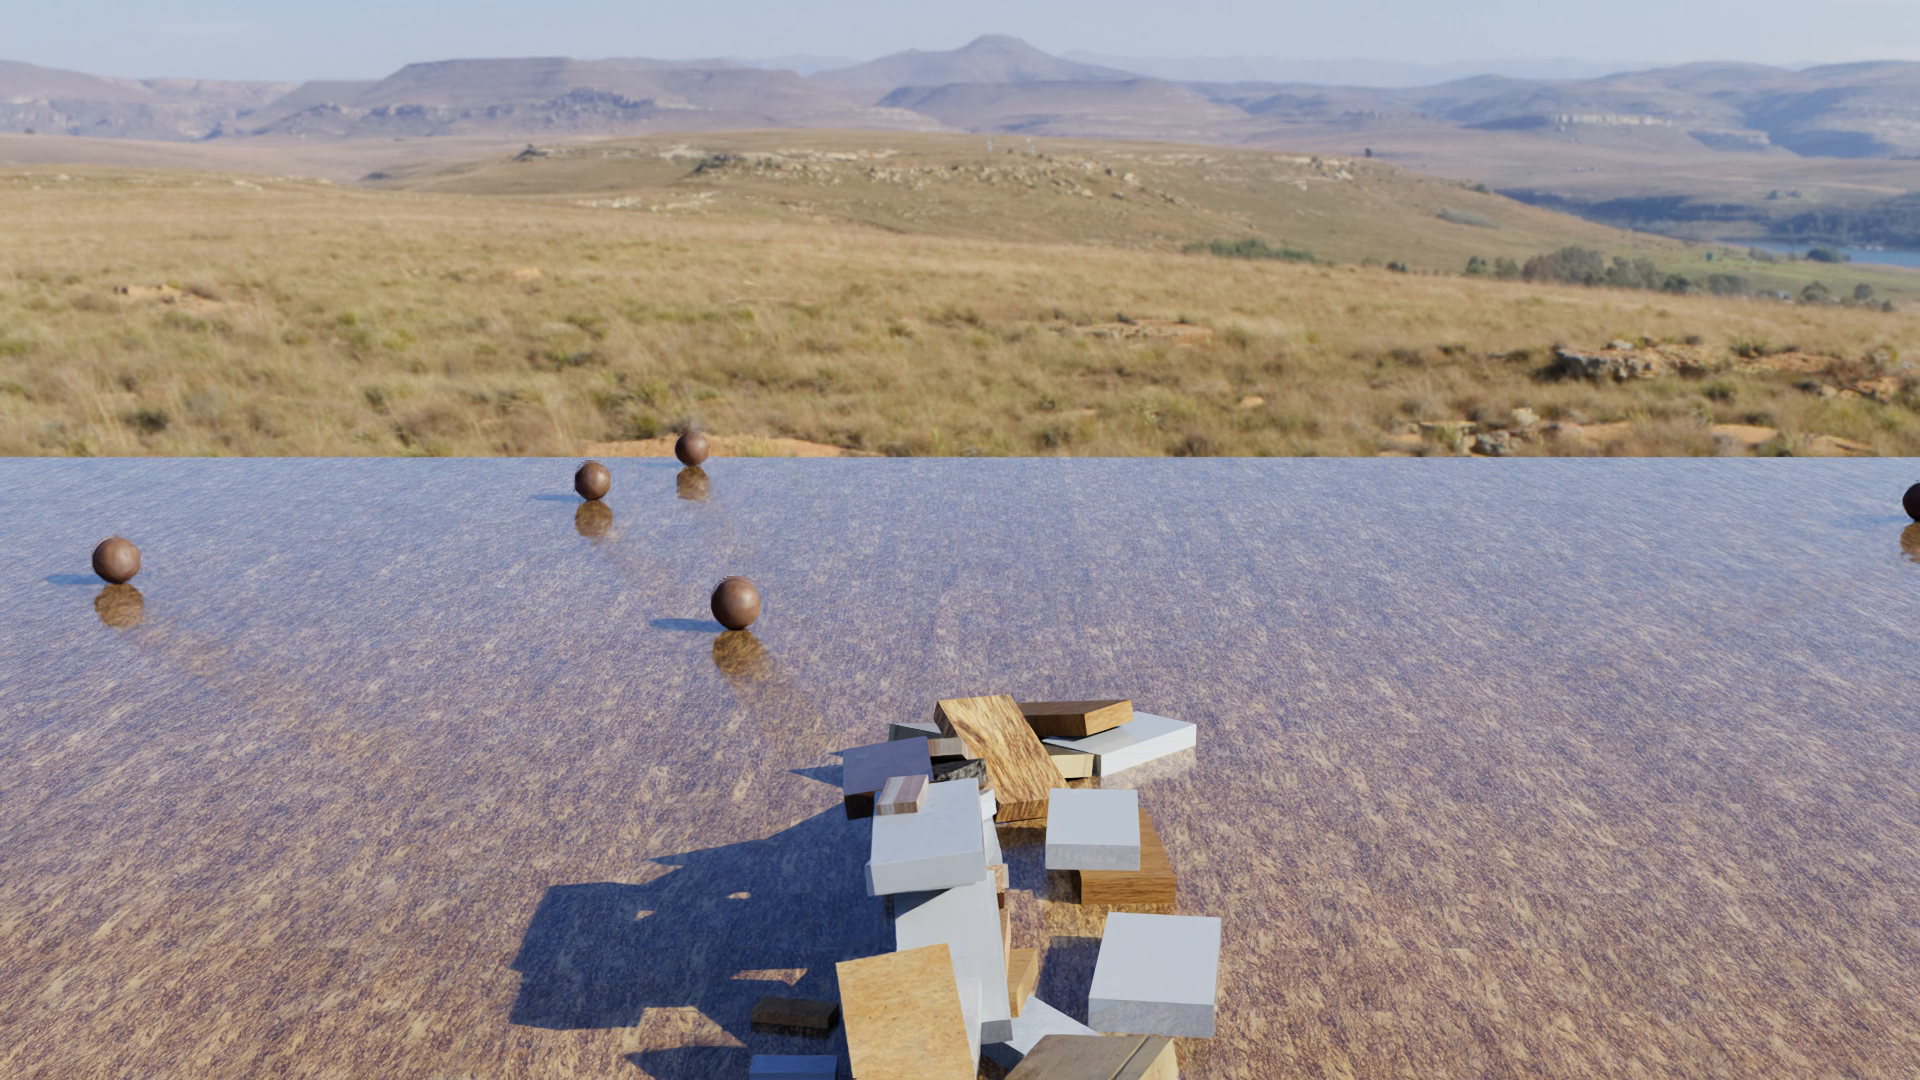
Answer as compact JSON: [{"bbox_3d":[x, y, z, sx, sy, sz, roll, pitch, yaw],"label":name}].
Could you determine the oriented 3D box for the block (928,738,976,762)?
[{"bbox_3d":[-0.031,0.372,3.721,0.100,0.028,0.200,-5,-18,7],"label":"block"}]

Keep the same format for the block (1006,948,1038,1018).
[{"bbox_3d":[0.034,0.629,3.118,0.125,0.035,0.250,-5,2,8],"label":"block"}]

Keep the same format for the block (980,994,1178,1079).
[{"bbox_3d":[0.169,0.709,2.933,0.125,0.035,0.580,-7,12,-32],"label":"block"}]

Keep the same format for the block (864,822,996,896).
[{"bbox_3d":[-0.038,0.458,3.180,0.150,0.042,0.333,-7,0,6],"label":"block"}]

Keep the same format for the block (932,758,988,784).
[{"bbox_3d":[-0.050,0.387,3.535,0.134,0.038,0.268,-7,-2,12],"label":"block"}]

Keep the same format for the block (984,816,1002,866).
[{"bbox_3d":[-0.007,0.481,3.464,0.130,0.037,0.260,-4,8,-2],"label":"block"}]

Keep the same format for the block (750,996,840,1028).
[{"bbox_3d":[-0.236,0.677,3.155,0.114,0.016,0.057,3,11,14],"label":"block"}]

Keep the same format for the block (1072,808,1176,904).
[{"bbox_3d":[0.268,0.543,3.802,0.155,0.044,0.378,0,11,-3],"label":"block"}]

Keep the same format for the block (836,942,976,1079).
[{"bbox_3d":[-0.065,0.647,2.790,0.150,0.042,0.300,-10,36,-4],"label":"block"}]

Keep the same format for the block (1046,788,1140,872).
[{"bbox_3d":[0.230,0.498,3.802,0.157,0.044,0.313,1,11,4],"label":"block"}]

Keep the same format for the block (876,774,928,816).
[{"bbox_3d":[-0.081,0.363,3.134,0.057,0.016,0.114,-6,13,9],"label":"block"}]

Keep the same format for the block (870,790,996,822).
[{"bbox_3d":[-0.037,0.418,3.343,0.134,0.038,0.269,-7,-2,11],"label":"block"}]

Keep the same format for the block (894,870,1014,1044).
[{"bbox_3d":[-0.012,0.575,3.020,0.144,0.041,0.289,-7,34,0],"label":"block"}]

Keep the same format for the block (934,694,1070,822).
[{"bbox_3d":[0.081,0.410,4.167,0.155,0.044,0.310,-3,35,-25],"label":"block"}]

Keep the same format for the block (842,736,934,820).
[{"bbox_3d":[-0.109,0.361,3.354,0.134,0.038,0.268,-9,10,-2],"label":"block"}]

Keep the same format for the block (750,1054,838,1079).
[{"bbox_3d":[-0.224,0.713,2.961,0.114,0.016,0.057,0,11,1],"label":"block"}]

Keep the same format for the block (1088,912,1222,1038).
[{"bbox_3d":[0.294,0.640,3.262,0.175,0.050,0.351,2,11,8],"label":"block"}]

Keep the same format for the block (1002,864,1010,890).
[{"bbox_3d":[0.008,0.547,3.539,0.130,0.037,0.260,-4,-10,-1],"label":"block"}]

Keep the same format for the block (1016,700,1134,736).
[{"bbox_3d":[0.189,0.371,4.566,0.310,0.044,0.155,-5,4,42],"label":"block"}]

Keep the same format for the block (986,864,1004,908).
[{"bbox_3d":[-0.006,0.550,3.364,0.144,0.041,0.289,-4,-19,0],"label":"block"}]

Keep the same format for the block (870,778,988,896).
[{"bbox_3d":[-0.044,0.407,3.049,0.150,0.042,0.300,-8,12,1],"label":"block"}]

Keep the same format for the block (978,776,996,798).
[{"bbox_3d":[-0.016,0.428,3.675,0.130,0.037,0.261,-4,-2,5],"label":"block"}]

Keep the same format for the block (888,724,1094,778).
[{"bbox_3d":[0.059,0.418,4.385,0.391,0.044,0.157,8,1,36],"label":"block"}]

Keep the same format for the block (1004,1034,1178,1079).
[{"bbox_3d":[0.101,0.698,2.593,0.175,0.050,0.408,-5,12,28],"label":"block"}]

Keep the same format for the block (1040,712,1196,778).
[{"bbox_3d":[0.326,0.414,4.493,0.157,0.044,0.313,9,14,41],"label":"block"}]

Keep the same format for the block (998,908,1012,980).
[{"bbox_3d":[-0.002,0.591,3.198,0.144,0.041,0.289,-5,2,3],"label":"block"}]

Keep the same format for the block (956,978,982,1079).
[{"bbox_3d":[-0.039,0.671,2.820,0.125,0.035,0.250,-3,37,5],"label":"block"}]
